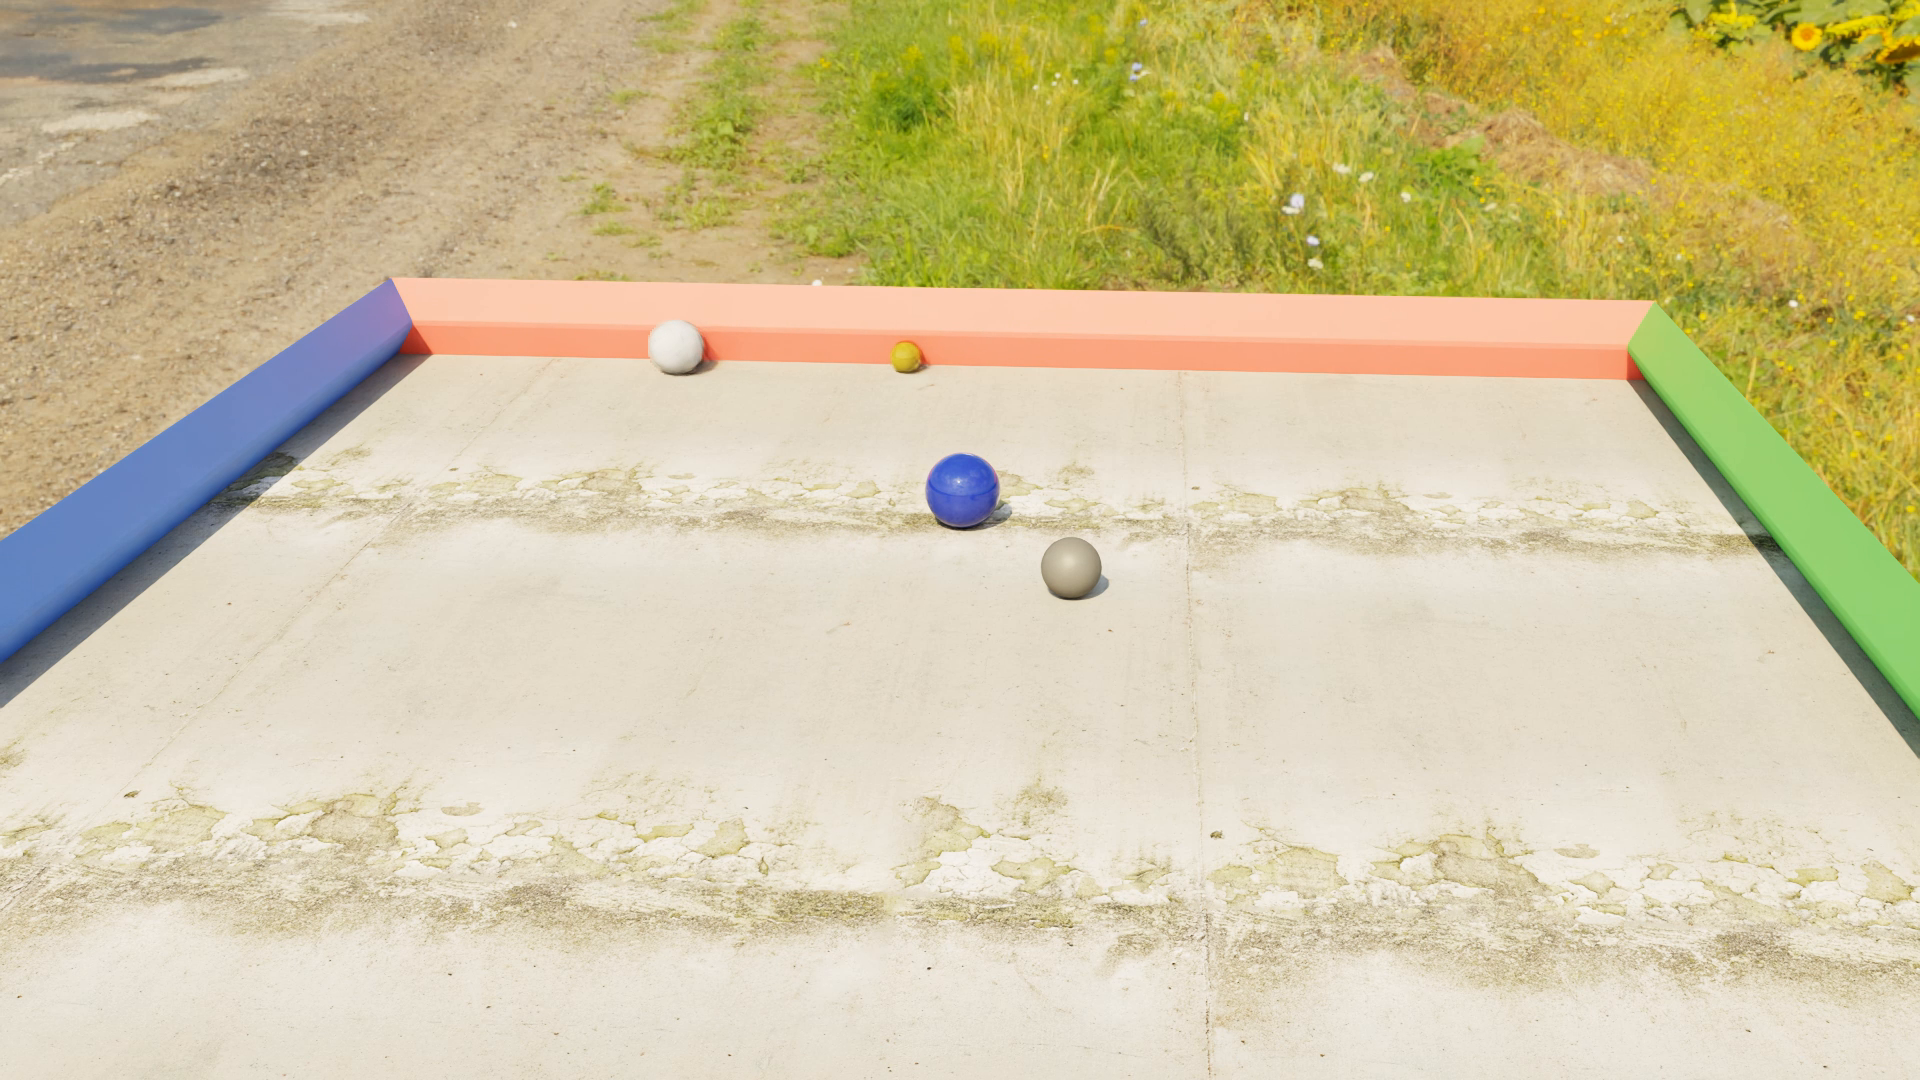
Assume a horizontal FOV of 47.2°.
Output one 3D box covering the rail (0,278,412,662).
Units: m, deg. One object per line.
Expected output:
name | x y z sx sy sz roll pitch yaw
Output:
rail | -1.043 0.257 1.789 0.045 0.123 3.735 2 19 4

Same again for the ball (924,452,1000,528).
ball | 0.003 -0.062 2.742 0.095 0.095 0.095 0 19 0

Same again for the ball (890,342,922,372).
ball | -0.084 -0.286 3.446 0.049 0.049 0.049 0 19 0

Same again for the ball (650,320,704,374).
ball | -0.442 -0.302 3.435 0.085 0.085 0.085 0 19 0

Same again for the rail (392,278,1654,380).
rail | 0.075 -0.327 3.447 1.987 0.123 0.045 2 19 4

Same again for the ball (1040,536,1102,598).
ball | 0.127 0.031 2.513 0.070 0.070 0.070 0 19 0

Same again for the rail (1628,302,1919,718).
rail | 0.890 0.310 1.638 0.045 0.123 3.735 2 19 4
